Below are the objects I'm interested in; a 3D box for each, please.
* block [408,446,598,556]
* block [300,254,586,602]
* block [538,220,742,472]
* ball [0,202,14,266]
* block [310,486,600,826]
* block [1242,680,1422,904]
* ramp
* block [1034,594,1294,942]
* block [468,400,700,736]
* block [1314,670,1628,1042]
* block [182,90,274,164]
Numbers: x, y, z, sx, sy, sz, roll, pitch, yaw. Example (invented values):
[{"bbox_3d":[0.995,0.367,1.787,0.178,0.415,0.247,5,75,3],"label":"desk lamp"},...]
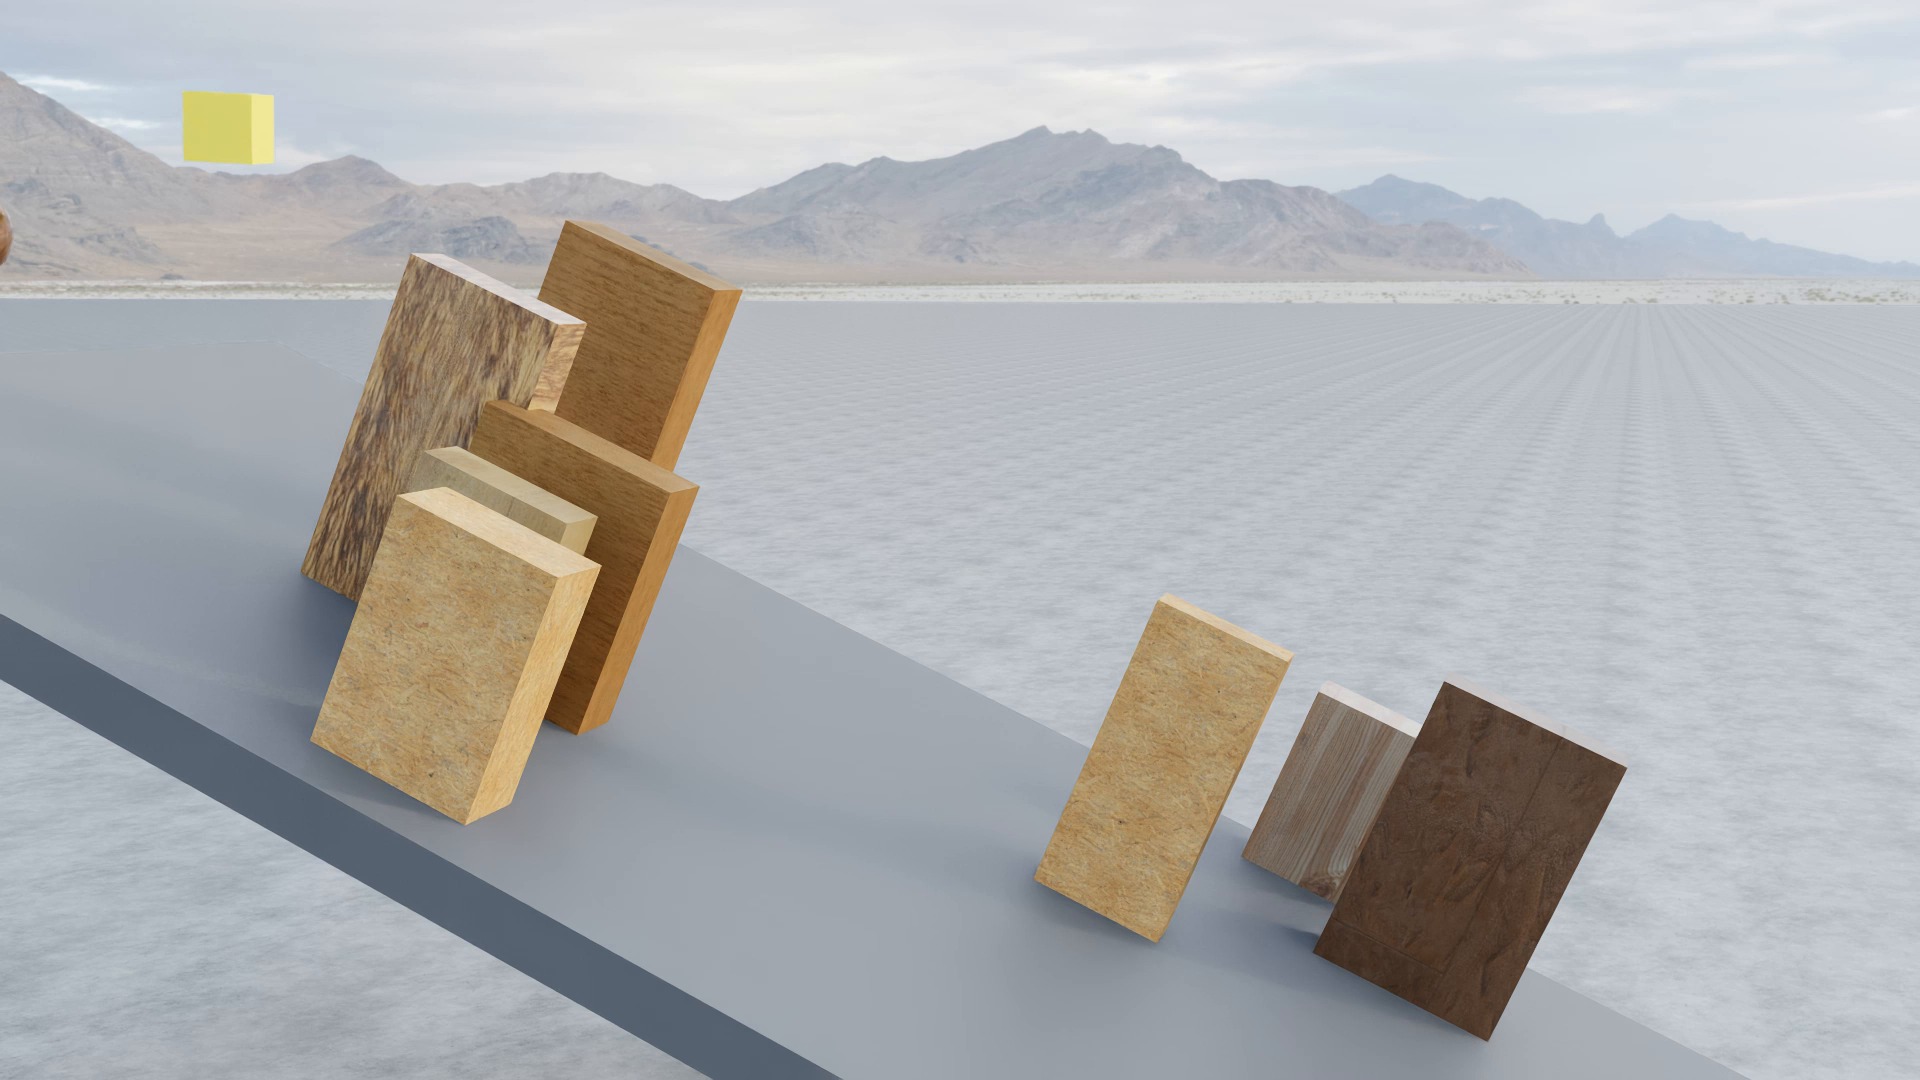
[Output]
[{"bbox_3d":[-0.839,0.091,3.772,0.290,0.413,0.113,26,13,13],"label":"block"},{"bbox_3d":[-0.961,-0.168,4.077,0.320,0.647,0.111,26,13,13],"label":"block"},{"bbox_3d":[-0.761,-0.254,4.577,0.357,0.730,0.142,26,13,13],"label":"block"},{"bbox_3d":[-1.933,-0.594,4.238,0.200,0.200,0.200,0,7,0],"label":"ball"},{"bbox_3d":[-0.794,0.178,3.461,0.295,0.429,0.145,26,13,13],"label":"block"},{"bbox_3d":[0.838,0.558,4.742,0.303,0.405,0.143,26,13,13],"label":"block"},{"bbox_3d":[-0.289,0.504,4.185,4.000,0.100,2.000,26,13,13],"label":"ramp"},{"bbox_3d":[0.376,0.424,4.091,0.260,0.590,0.089,26,13,13],"label":"block"},{"bbox_3d":[-0.743,0.044,3.970,0.386,0.480,0.126,26,13,13],"label":"block"},{"bbox_3d":[0.997,0.618,4.314,0.374,0.611,0.117,26,13,13],"label":"block"},{"bbox_3d":[-1.533,-0.865,4.611,0.142,0.142,0.142,3,11,0],"label":"block"}]
